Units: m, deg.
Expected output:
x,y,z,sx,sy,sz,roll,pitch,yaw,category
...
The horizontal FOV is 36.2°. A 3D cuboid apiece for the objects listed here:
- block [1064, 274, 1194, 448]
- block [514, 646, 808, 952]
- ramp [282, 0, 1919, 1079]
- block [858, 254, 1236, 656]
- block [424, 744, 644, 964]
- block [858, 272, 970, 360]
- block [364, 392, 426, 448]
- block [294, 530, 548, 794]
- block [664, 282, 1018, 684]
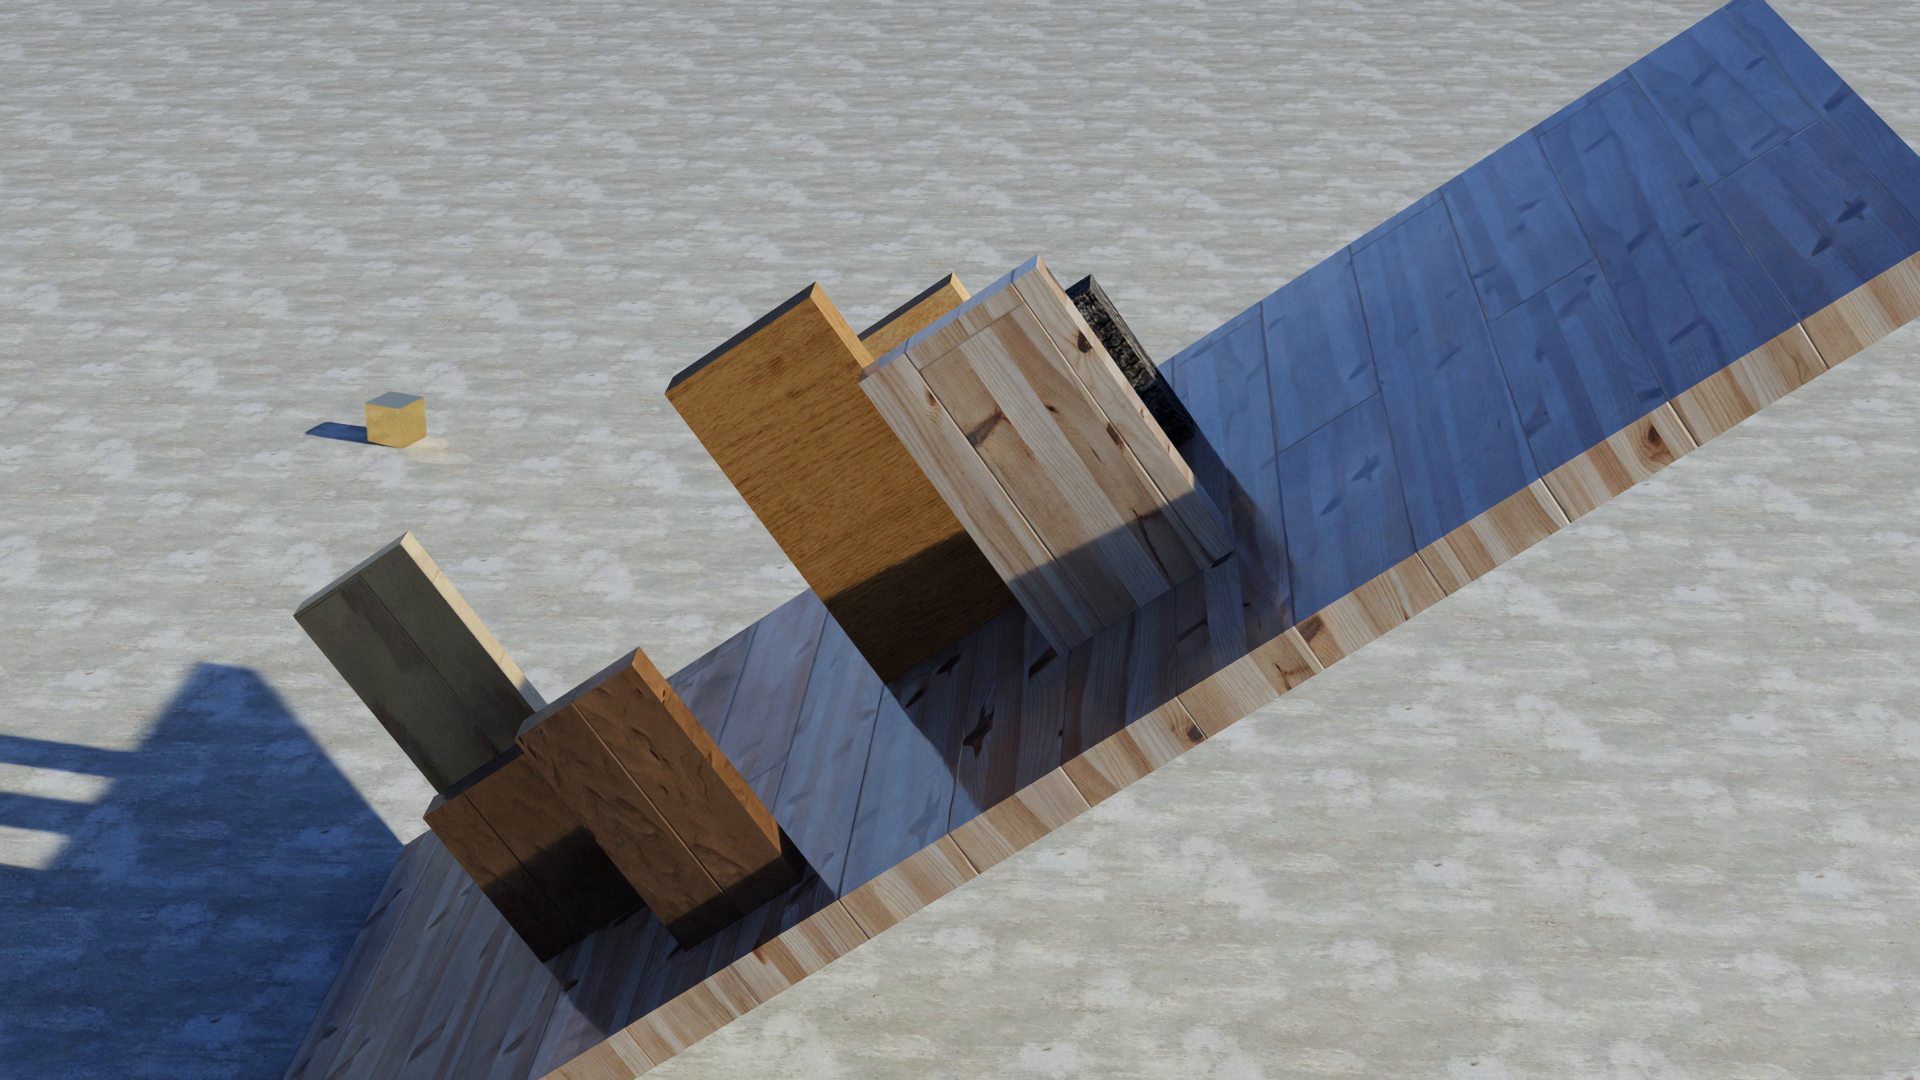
x,y,z,sx,sy,sz,roll,pitch,yaw,category
0.277,-0.328,6.510,0.306,0.409,0.115,-32,16,15,block
-0.571,0.502,5.651,0.283,0.544,0.086,-32,16,15,block
0.136,0.174,6.305,4.000,0.100,2.000,-32,16,15,ramp
0.173,-0.158,5.715,0.414,0.683,0.094,-32,16,15,block
-0.853,0.628,6.149,0.344,0.409,0.100,-32,16,15,block
-0.002,-0.343,6.997,0.306,0.498,0.091,-32,16,15,block
-2.102,-0.448,10.963,0.156,0.156,0.156,10,23,24,block
-1.206,0.376,6.981,0.328,0.768,0.084,-32,16,15,block
-0.231,-0.114,6.246,0.378,0.797,0.115,-32,16,15,block
